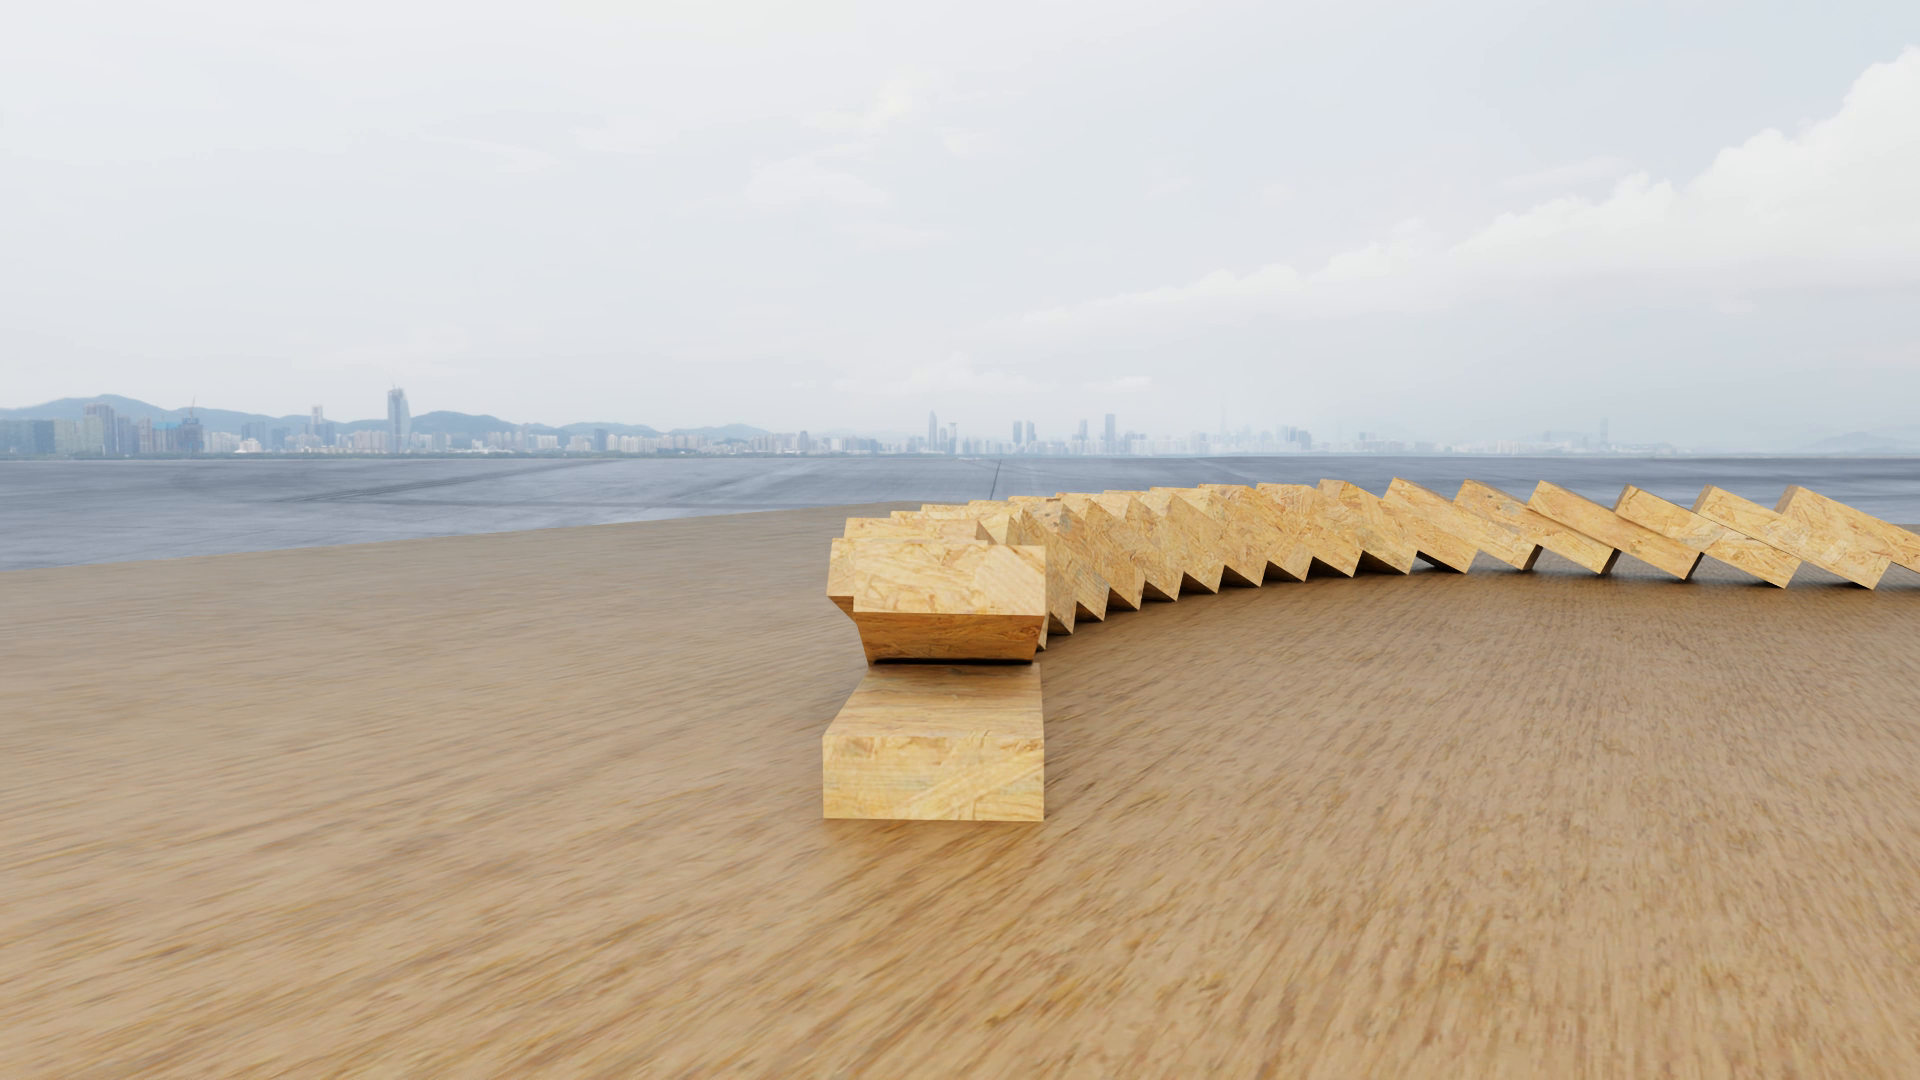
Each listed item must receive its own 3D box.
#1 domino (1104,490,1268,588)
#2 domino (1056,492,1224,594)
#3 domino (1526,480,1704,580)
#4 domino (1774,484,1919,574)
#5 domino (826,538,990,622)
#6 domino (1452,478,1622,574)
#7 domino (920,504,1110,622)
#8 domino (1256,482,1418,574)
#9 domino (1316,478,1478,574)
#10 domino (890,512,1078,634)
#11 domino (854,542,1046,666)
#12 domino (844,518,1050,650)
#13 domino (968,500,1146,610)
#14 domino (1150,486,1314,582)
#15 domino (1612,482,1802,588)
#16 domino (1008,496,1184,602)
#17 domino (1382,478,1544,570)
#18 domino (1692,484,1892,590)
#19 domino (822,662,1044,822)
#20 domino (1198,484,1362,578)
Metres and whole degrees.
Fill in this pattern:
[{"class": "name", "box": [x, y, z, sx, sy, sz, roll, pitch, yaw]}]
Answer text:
[{"class": "domino", "box": [0.065, 0.000, 0.375, 0.050, 0.010, 0.025, 28, -16, -40]}, {"class": "domino", "box": [0.050, 0.001, 0.357, 0.025, 0.009, 0.050, 4, -19, 43]}, {"class": "domino", "box": [0.210, -0.004, 0.410, 0.050, 0.009, 0.025, 31, 17, 30]}, {"class": "domino", "box": [0.274, -0.001, 0.384, 0.050, 0.009, 0.025, 29, 16, 22]}, {"class": "domino", "box": [-0.004, 0.012, 0.223, 0.025, 0.009, 0.050, 1, -18, 11]}, {"class": "domino", "box": [0.192, -0.005, 0.426, 0.050, 0.010, 0.025, 31, 17, 30]}, {"class": "domino", "box": [0.013, 0.006, 0.295, 0.025, 0.009, 0.050, 3, -19, 31]}, {"class": "domino", "box": [0.122, -0.004, 0.419, 0.050, 0.009, 0.025, 25, -6, -23]}, {"class": "domino", "box": [0.145, -0.005, 0.432, 0.050, 0.010, 0.025, 26, 3, -4]}, {"class": "domino", "box": [0.006, 0.008, 0.271, 0.025, 0.009, 0.050, 2, -20, 22]}, {"class": "domino", "box": [-0.001, 0.013, 0.192, 0.025, 0.009, 0.050, 1, -18, 0]}, {"class": "domino", "box": [-0.001, 0.009, 0.248, 0.025, 0.009, 0.050, 1, -20, 20]}, {"class": "domino", "box": [0.024, 0.004, 0.316, 0.025, 0.009, 0.050, 3, -19, 32]}, {"class": "domino", "box": [0.082, -0.002, 0.393, 0.050, 0.009, 0.025, 27, -12, -34]}, {"class": "domino", "box": [0.229, -0.002, 0.396, 0.050, 0.009, 0.025, 29, 16, 21]}, {"class": "domino", "box": [0.036, 0.003, 0.338, 0.025, 0.009, 0.050, 4, -19, 40]}, {"class": "domino", "box": [0.172, -0.006, 0.438, 0.050, 0.009, 0.025, 31, 15, 27]}, {"class": "domino", "box": [0.253, -0.002, 0.393, 0.050, 0.009, 0.025, 29, 15, 21]}, {"class": "domino", "box": [-0.002, 0.025, 0.170, 0.025, 0.009, 0.050, 0, 4, 3]}, {"class": "domino", "box": [0.101, -0.003, 0.410, 0.050, 0.009, 0.025, 25, -7, -23]}]
